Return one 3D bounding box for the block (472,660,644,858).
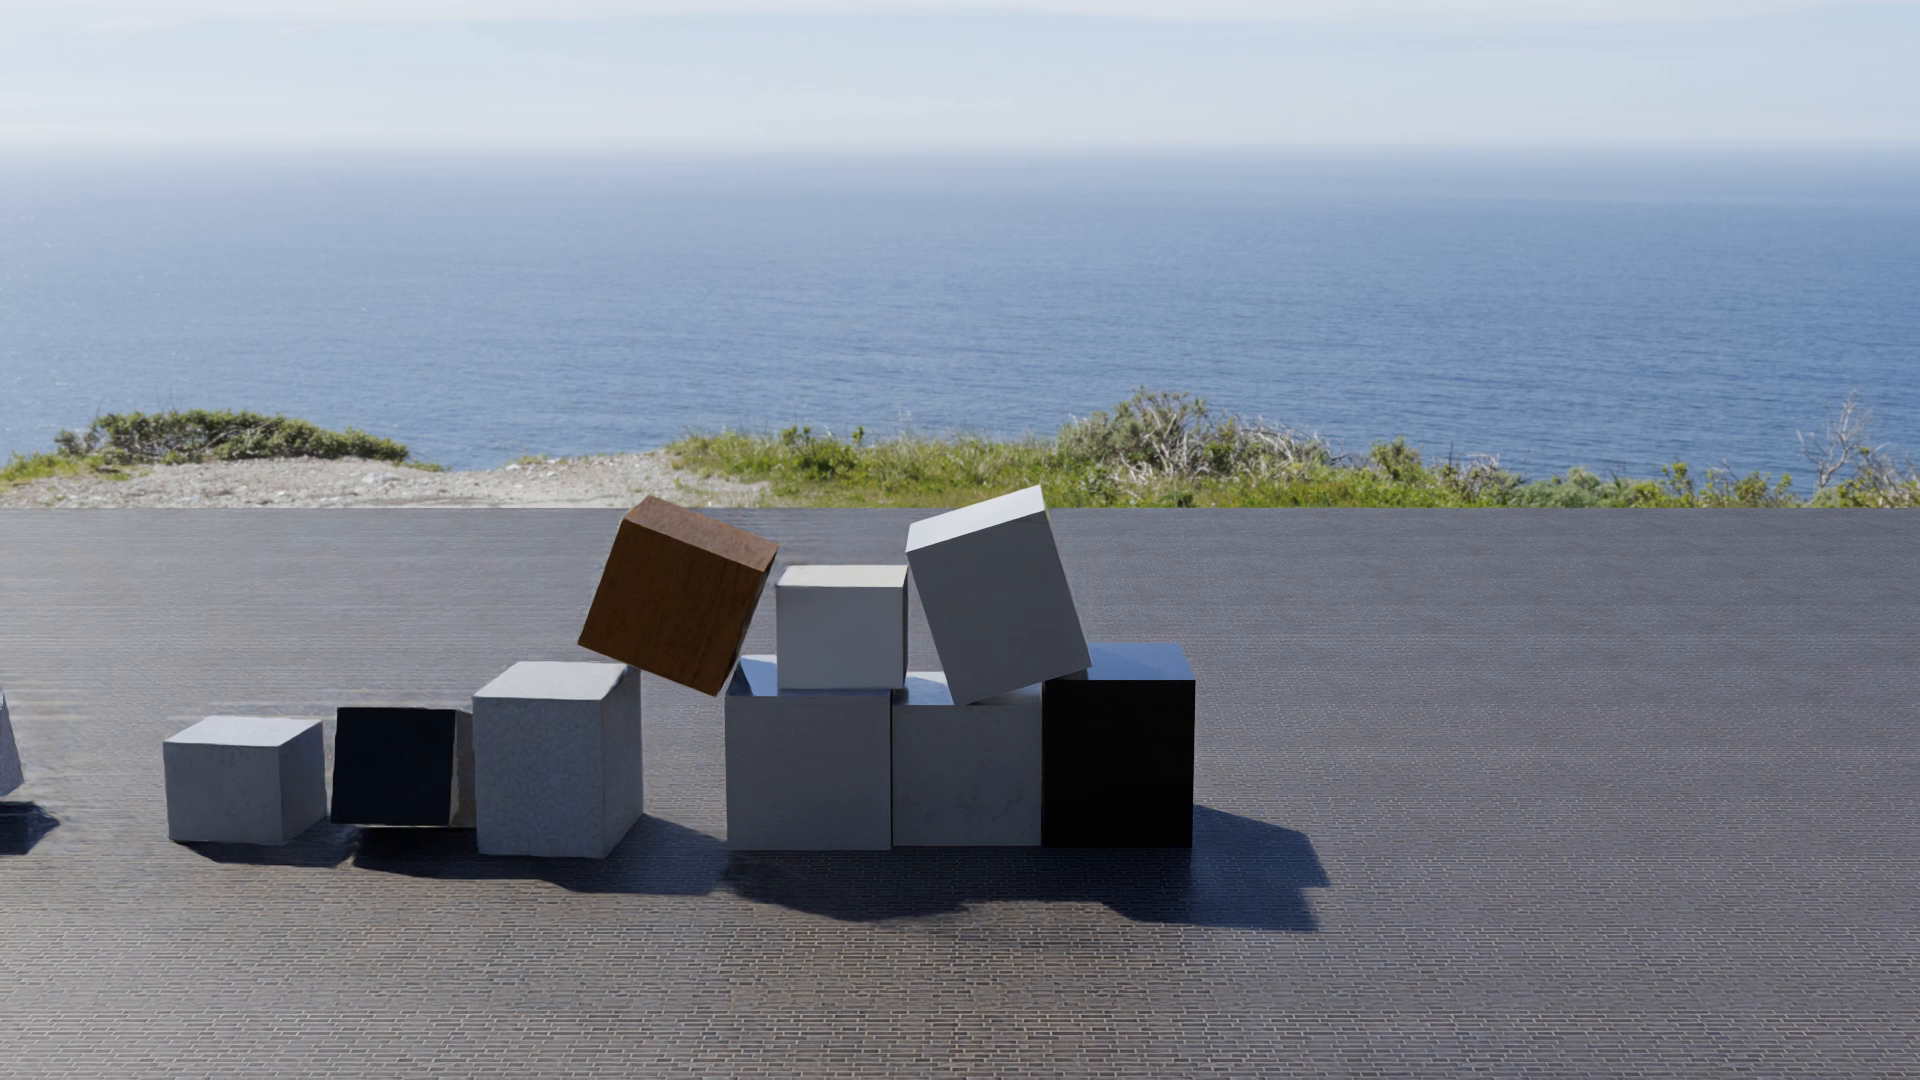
[{"bbox_3d":[-2.036,1.106,11.216,0.648,0.810,0.756,1,10,6],"label":"block"}]

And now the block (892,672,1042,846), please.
[{"bbox_3d":[0.034,1.120,11.368,0.746,0.730,0.701,0,10,0],"label":"block"}]

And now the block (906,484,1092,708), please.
[{"bbox_3d":[0.198,0.271,11.213,0.712,0.822,0.808,-17,10,3],"label":"block"}]

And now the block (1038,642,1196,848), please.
[{"bbox_3d":[0.794,1.047,11.386,0.746,0.866,0.822,0,10,0],"label":"block"}]

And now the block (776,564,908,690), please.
[{"bbox_3d":[-0.595,0.439,11.251,0.632,0.524,0.557,0,10,1],"label":"block"}]

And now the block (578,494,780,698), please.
[{"bbox_3d":[-1.426,0.273,11.266,0.737,0.685,0.745,21,10,-2],"label":"block"}]

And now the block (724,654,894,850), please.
[{"bbox_3d":[-0.756,1.084,11.384,0.819,0.794,0.889,0,10,0],"label":"block"}]

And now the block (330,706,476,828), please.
[{"bbox_3d":[-2.802,1.160,11.165,0.593,0.576,0.535,1,-8,2],"label":"block"}]

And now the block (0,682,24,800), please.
[{"bbox_3d":[-5.384,1.126,11.554,0.610,0.567,0.545,-9,10,-1],"label":"block"}]

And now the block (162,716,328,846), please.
[{"bbox_3d":[-3.678,1.233,11.338,0.615,0.517,0.519,1,10,8],"label":"block"}]
